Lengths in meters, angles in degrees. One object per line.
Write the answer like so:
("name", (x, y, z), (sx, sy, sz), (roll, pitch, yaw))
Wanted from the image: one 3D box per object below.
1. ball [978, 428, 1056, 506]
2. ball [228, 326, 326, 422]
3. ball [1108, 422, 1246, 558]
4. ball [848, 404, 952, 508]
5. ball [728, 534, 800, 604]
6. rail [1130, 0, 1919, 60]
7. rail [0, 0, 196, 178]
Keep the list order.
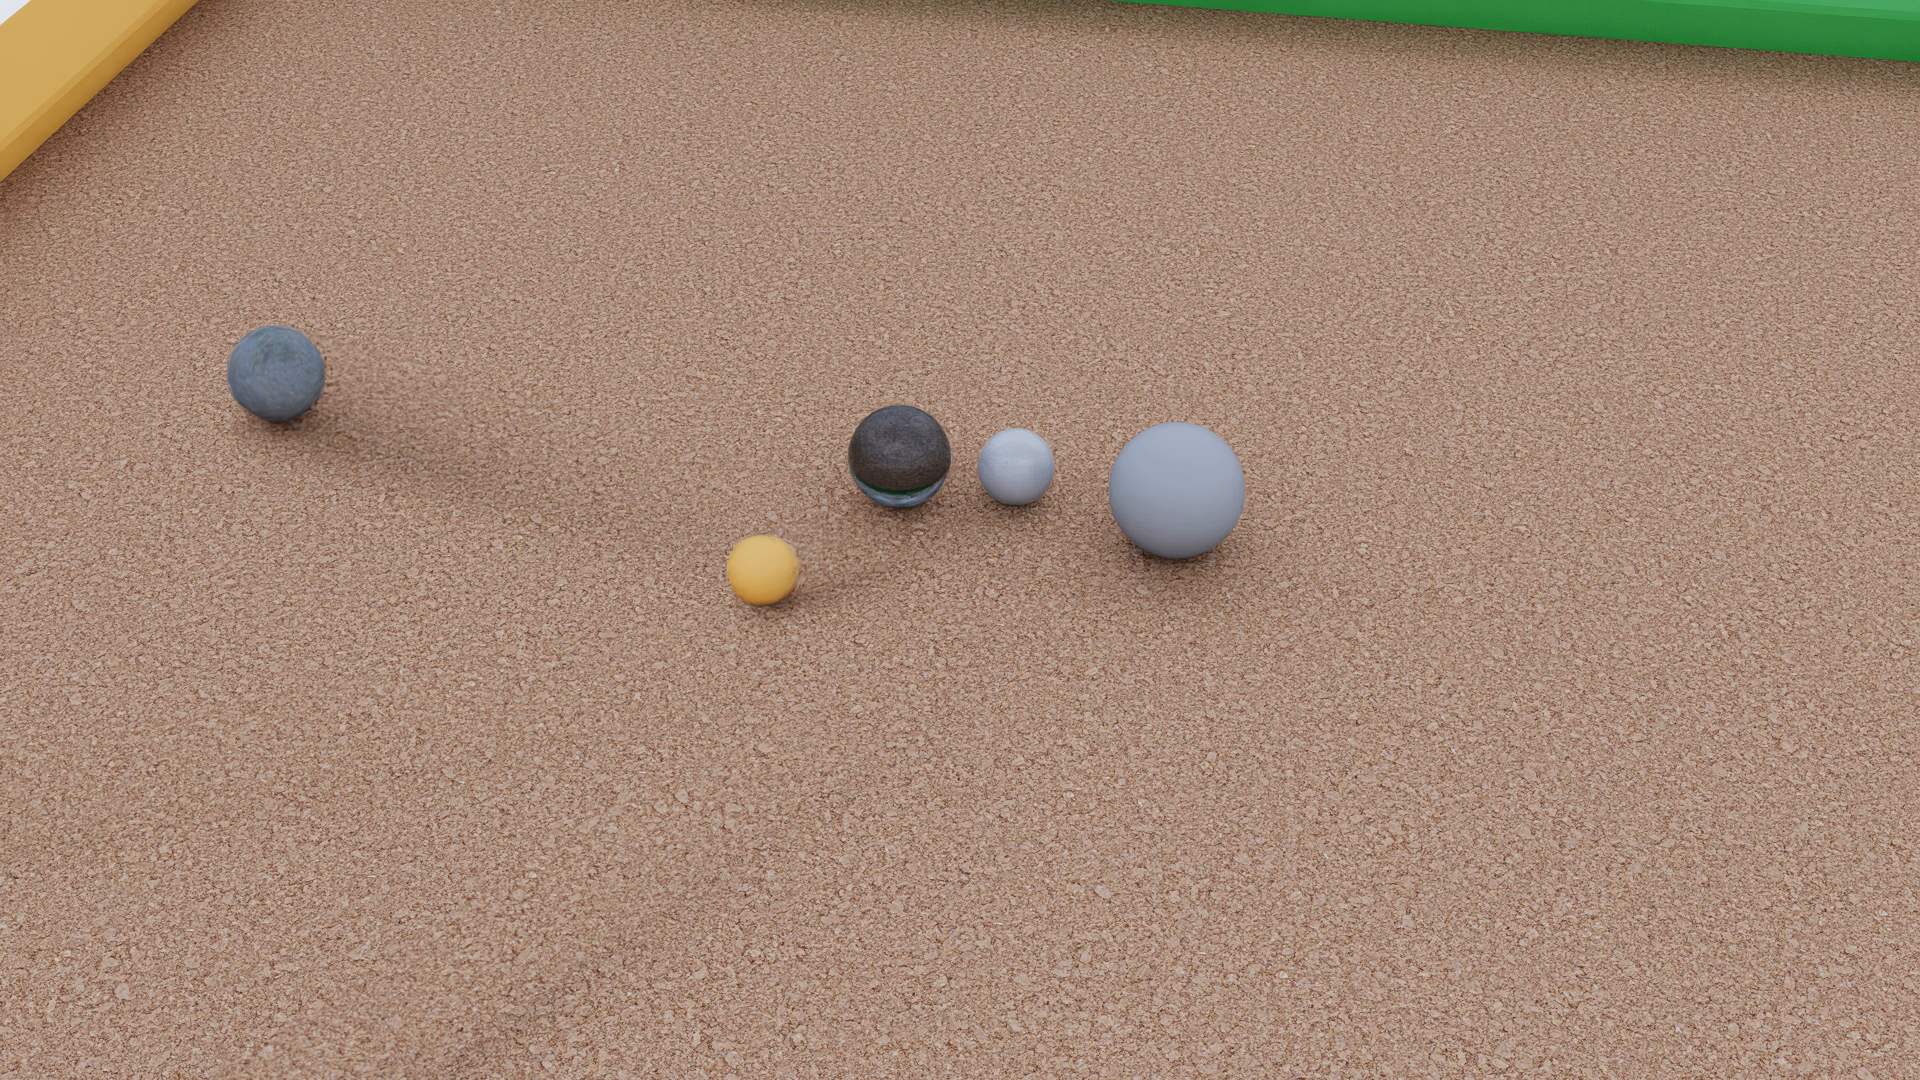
("ball", (0.042, -0.055, 1.918), (0.058, 0.058, 0.058), (0, 35, 0))
("ball", (-0.536, -0.130, 2.013), (0.074, 0.074, 0.074), (0, 35, 0))
("ball", (0.157, -0.036, 1.856), (0.099, 0.099, 0.099), (0, 35, 0))
("ball", (-0.045, -0.062, 1.913), (0.077, 0.077, 0.077), (0, 35, 0))
("ball", (-0.139, 0.021, 1.817), (0.050, 0.050, 0.050), (0, 35, 0))
("rail", (1.167, -0.501, 2.497), (3.958, 0.129, 0.045), (6, 35, 9))
("rail", (-0.949, -0.128, 1.960), (0.045, 0.129, 2.124), (6, 35, 9))
